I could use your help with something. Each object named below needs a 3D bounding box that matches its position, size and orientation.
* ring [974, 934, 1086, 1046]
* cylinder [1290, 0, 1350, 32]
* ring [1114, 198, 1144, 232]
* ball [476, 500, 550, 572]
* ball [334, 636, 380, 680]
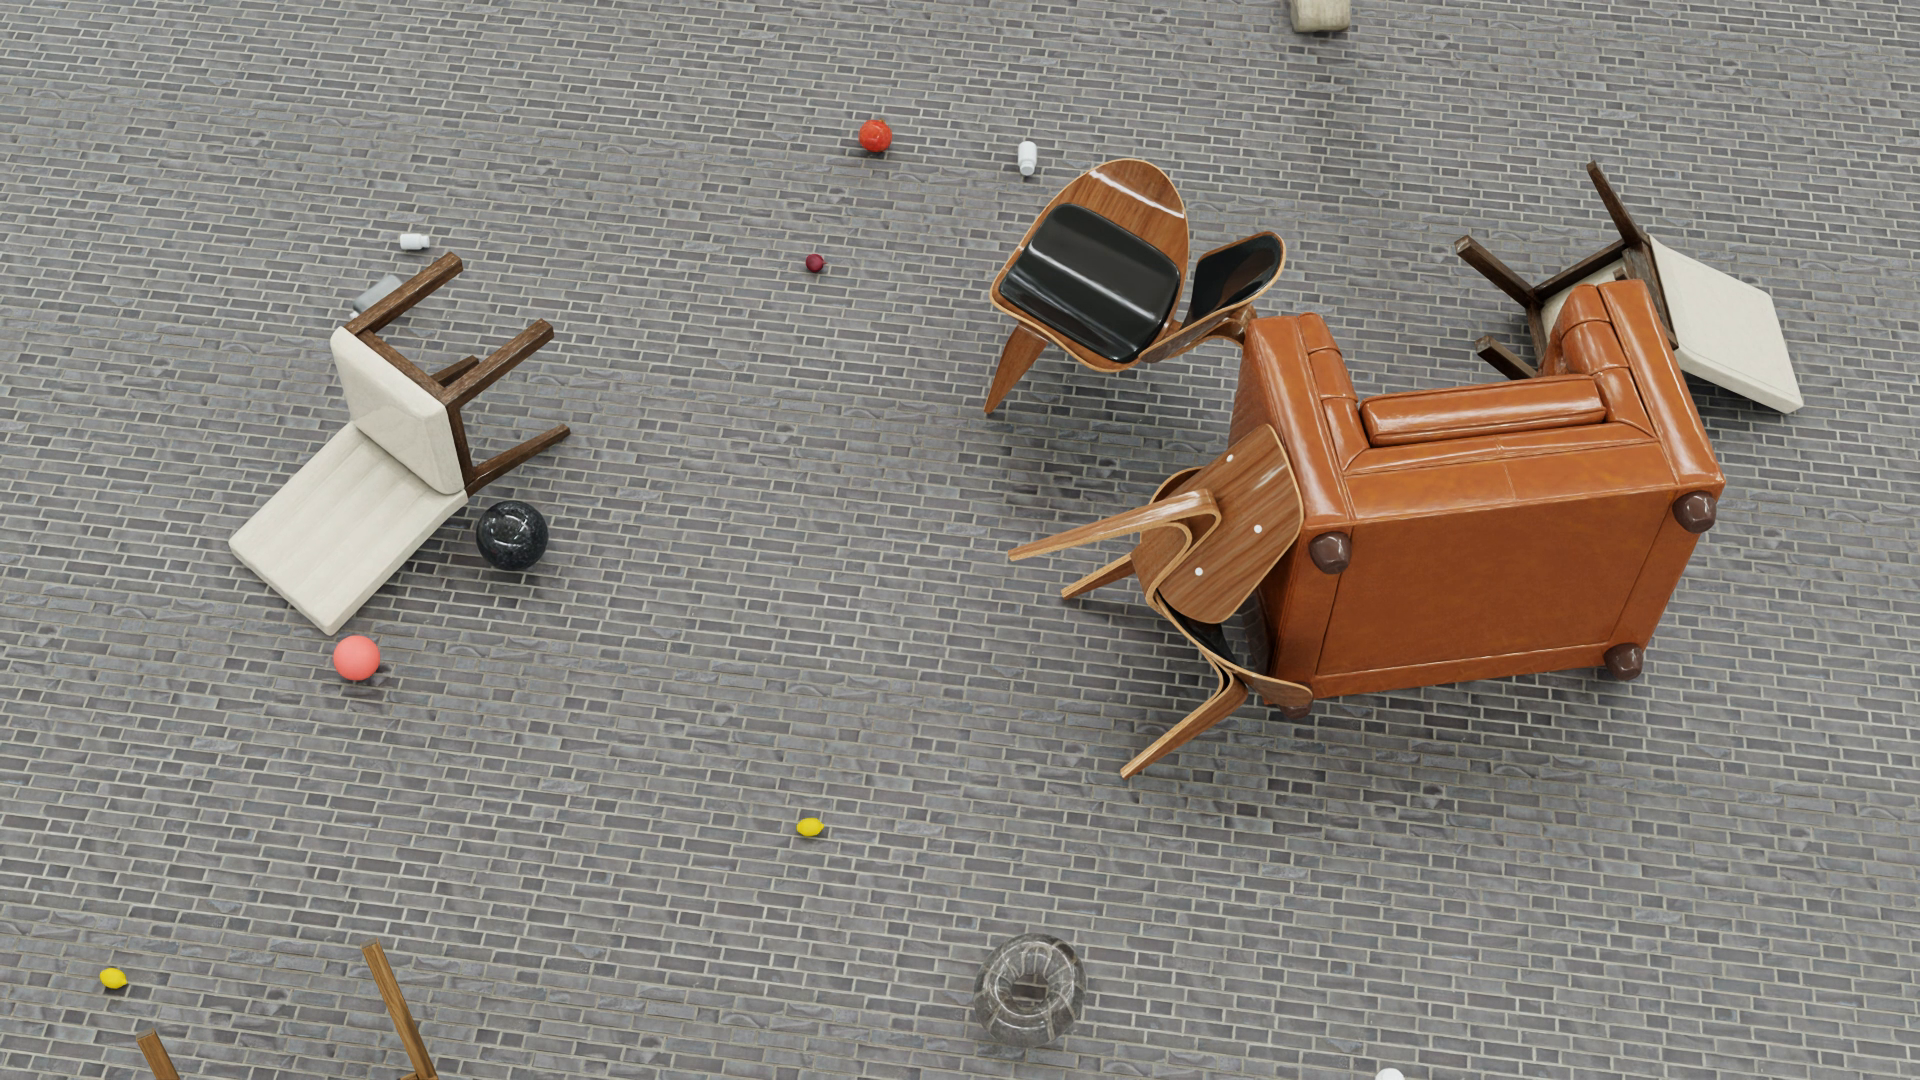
[{"bbox_3d":[0.182,1.167,5.705,0.280,0.145,0.314,36,65,20],"label":"ring"},{"bbox_3d":[1.269,-1.883,7.763,0.180,0.122,0.186,-3,66,-2],"label":"cylinder"},{"bbox_3d":[0.560,-1.071,7.258,0.098,0.059,0.124,2,55,4],"label":"ring"},{"bbox_3d":[-1.314,-0.012,6.455,0.212,0.212,0.212,0,56,0],"label":"ball"},{"bbox_3d":[-1.720,0.336,6.270,0.130,0.130,0.130,0,56,0],"label":"ball"}]
